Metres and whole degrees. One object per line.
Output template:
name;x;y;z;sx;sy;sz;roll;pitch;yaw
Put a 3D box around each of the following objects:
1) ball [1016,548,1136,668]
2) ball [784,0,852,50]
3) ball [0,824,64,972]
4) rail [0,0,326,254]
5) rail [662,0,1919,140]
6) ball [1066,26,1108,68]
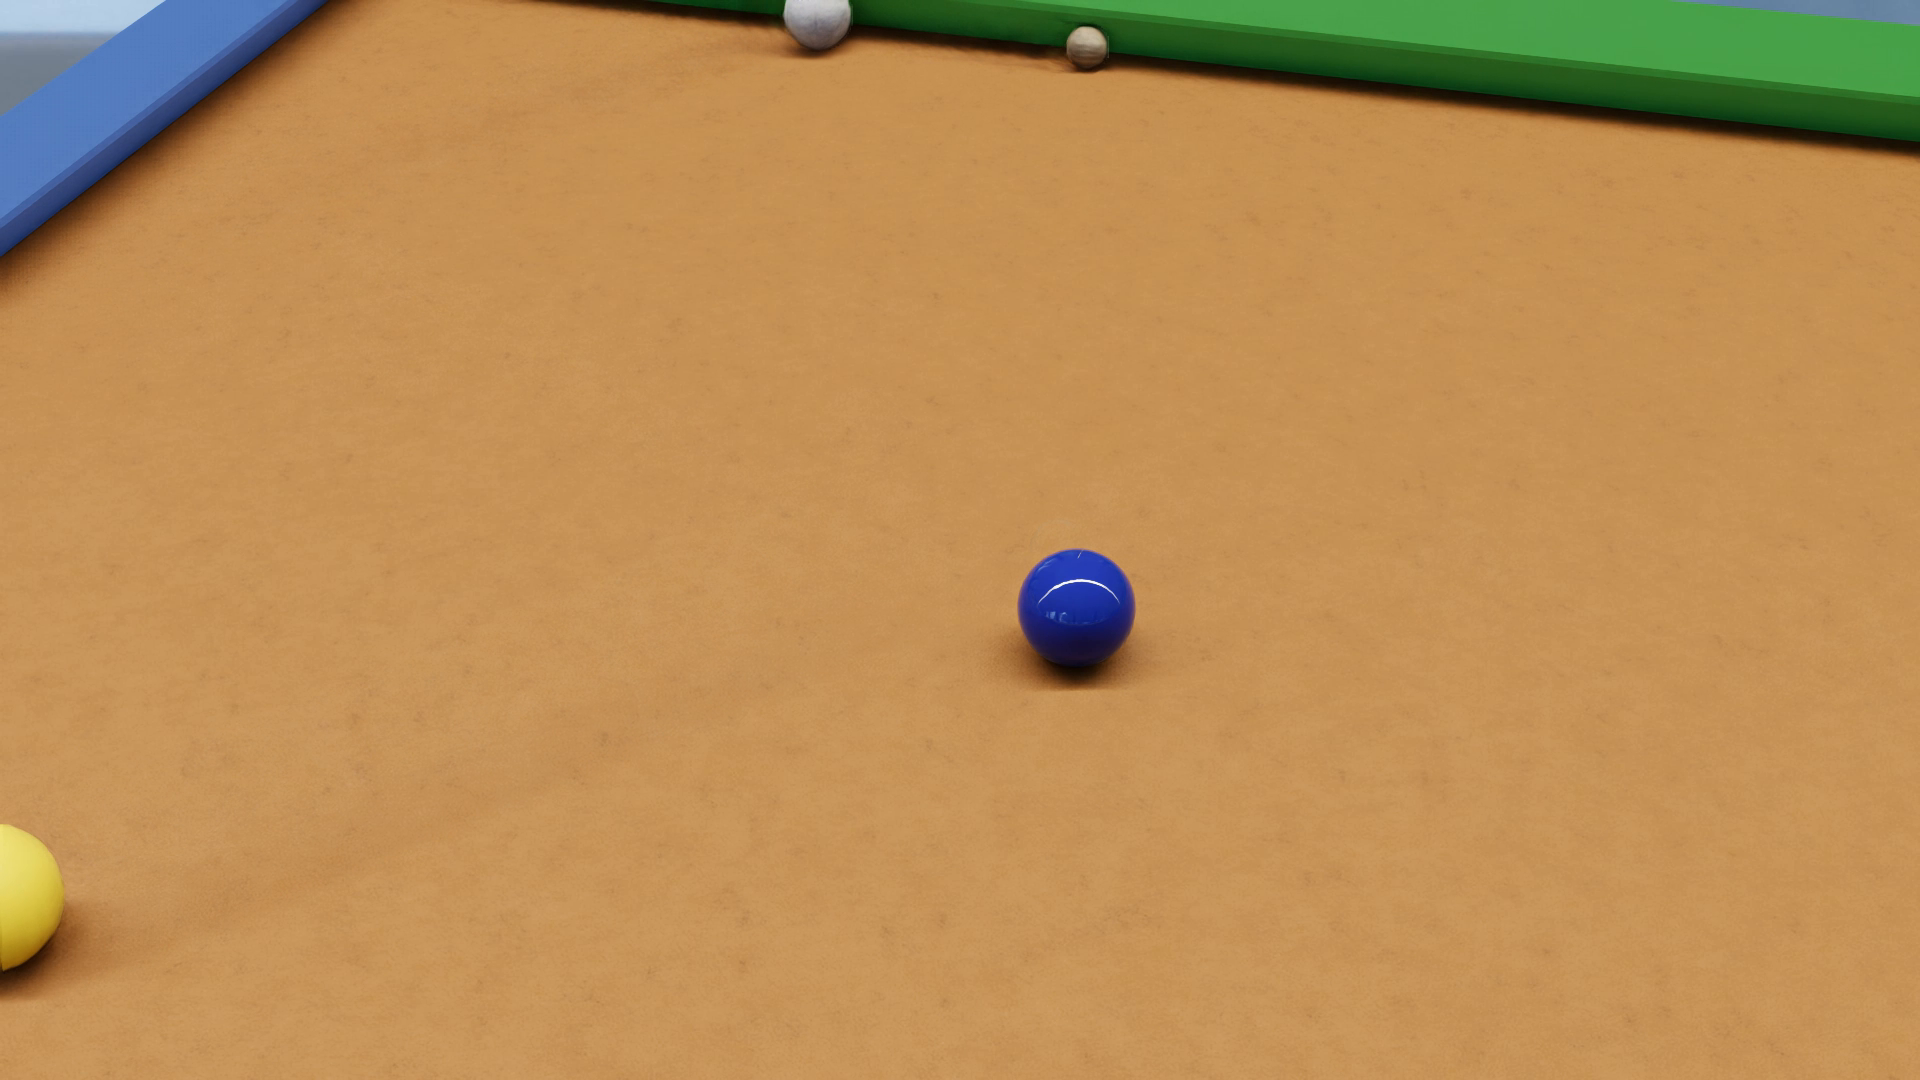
ball;0.085;0.050;1.875;0.087;0.087;0.087;0;34;0
ball;-0.157;-0.578;2.825;0.074;0.074;0.074;0;34;0
ball;-0.611;0.224;1.608;0.094;0.094;0.094;0;34;0
rail;-0.962;-0.171;2.172;0.045;0.122;2.071;9;35;13
rail;1.260;-0.406;2.524;4.093;0.122;0.045;9;35;13
ball;0.138;-0.536;2.789;0.045;0.045;0.045;0;34;0
